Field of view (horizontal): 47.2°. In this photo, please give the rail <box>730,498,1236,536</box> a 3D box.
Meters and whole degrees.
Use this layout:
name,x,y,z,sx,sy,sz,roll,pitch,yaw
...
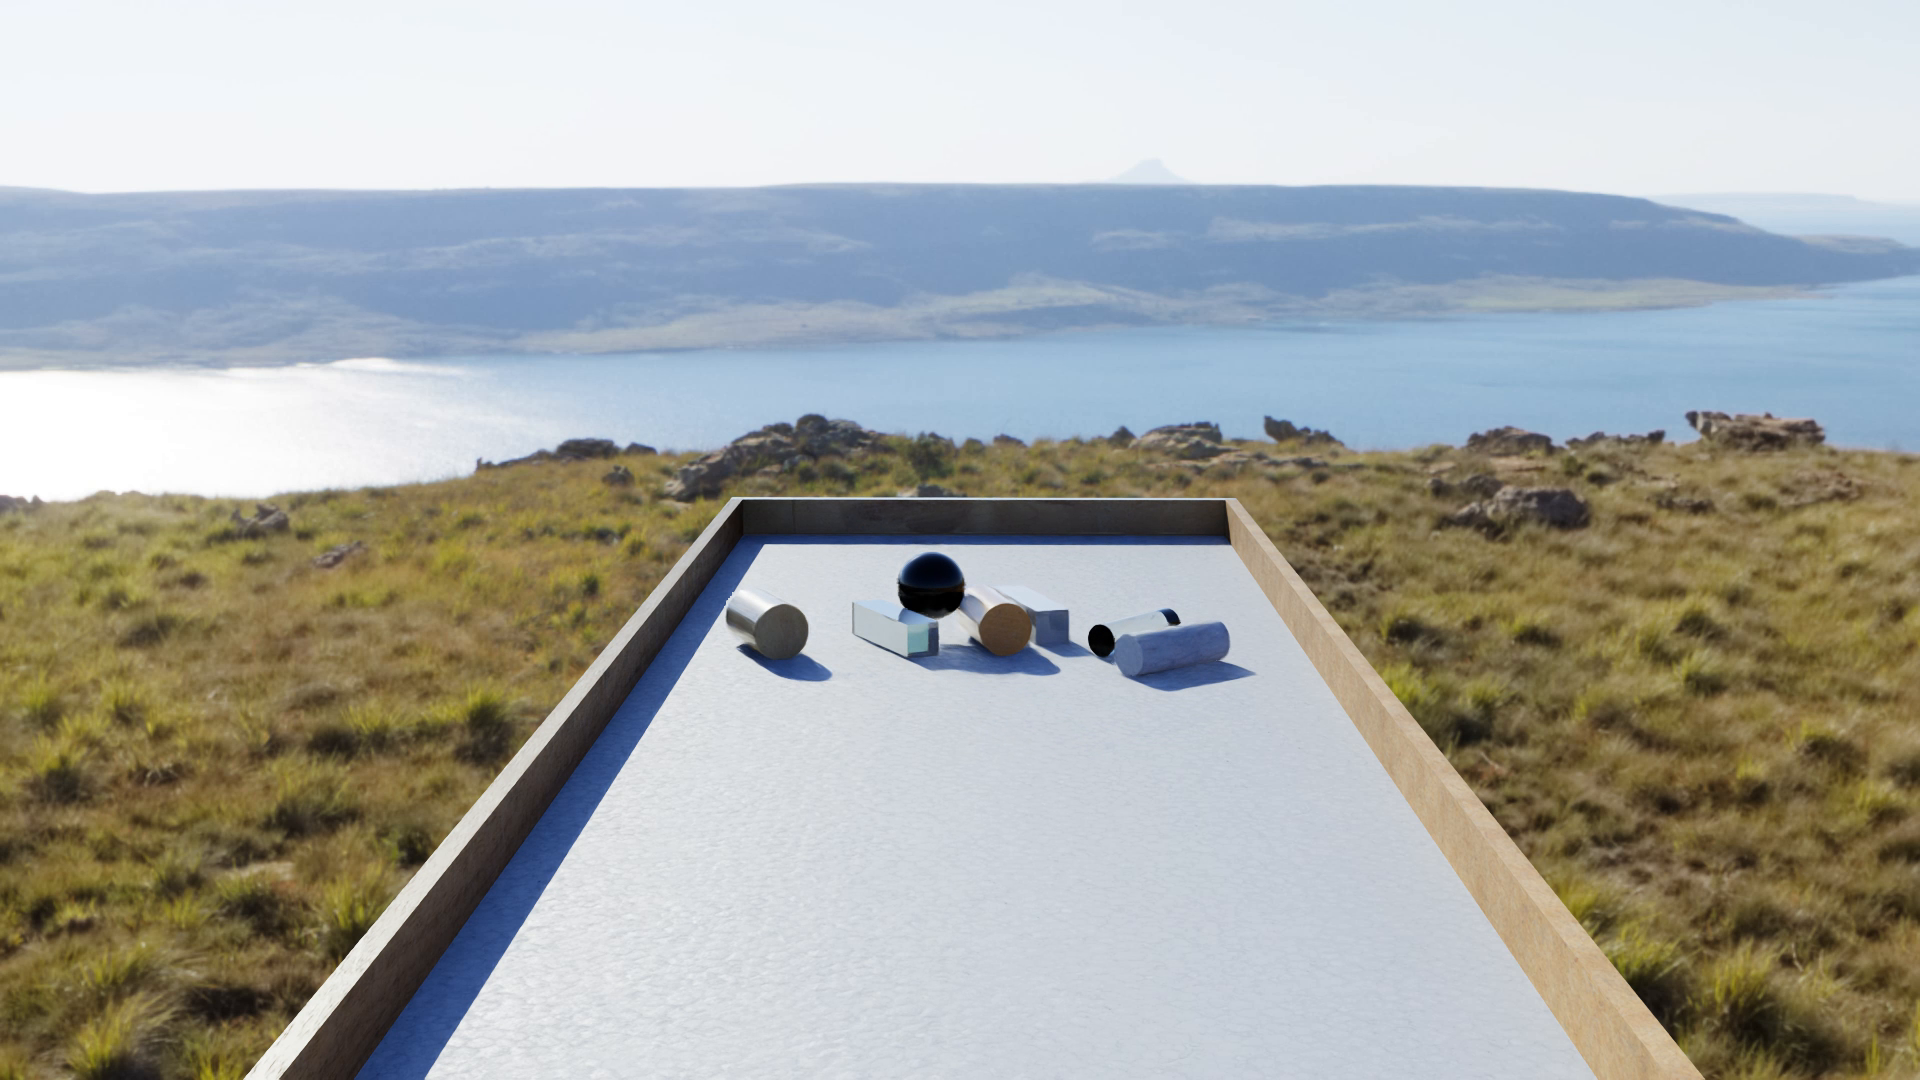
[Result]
name,x,y,z,sx,sy,sz,roll,pitch,yaw
rail,0.099,-0.098,9.147,2.100,0.150,0.050,0,9,1

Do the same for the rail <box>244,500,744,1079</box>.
name,x,y,z,sx,sy,sz,roll,pitch,yaw
rail,-1.004,0.839,3.234,0.050,0.150,12.000,0,9,1

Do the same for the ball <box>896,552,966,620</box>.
name,x,y,z,sx,sy,sz,roll,pitch,yaw
ball,-0.092,0.145,6.985,0.220,0.220,0.220,0,9,0

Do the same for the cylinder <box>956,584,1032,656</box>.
name,x,y,z,sx,sy,sz,roll,pitch,yaw
cylinder,0.104,0.250,6.907,0.165,0.165,0.332,-2,9,-13

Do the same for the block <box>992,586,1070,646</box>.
name,x,y,z,sx,sy,sz,roll,pitch,yaw
block,0.225,0.241,7.137,0.109,0.109,0.452,-3,9,-17

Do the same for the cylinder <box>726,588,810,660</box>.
name,x,y,z,sx,sy,sz,roll,pitch,yaw
cylinder,-0.599,0.259,6.822,0.174,0.174,0.302,-4,10,-23

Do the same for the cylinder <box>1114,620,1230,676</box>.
name,x,y,z,sx,sy,sz,roll,pitch,yaw
cylinder,0.638,0.321,6.591,0.365,0.124,0.124,-7,12,-39

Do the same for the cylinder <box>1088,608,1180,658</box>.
name,x,y,z,sx,sy,sz,roll,pitch,yaw
cylinder,0.546,0.287,6.869,0.102,0.102,0.353,8,12,39

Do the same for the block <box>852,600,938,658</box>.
name,x,y,z,sx,sy,sz,roll,pitch,yaw
block,-0.206,0.277,6.921,0.106,0.106,0.424,-4,10,-26

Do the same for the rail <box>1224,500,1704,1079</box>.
name,x,y,z,sx,sy,sz,roll,pitch,yaw
rail,1.046,0.843,3.208,0.050,0.150,12.000,0,9,1
